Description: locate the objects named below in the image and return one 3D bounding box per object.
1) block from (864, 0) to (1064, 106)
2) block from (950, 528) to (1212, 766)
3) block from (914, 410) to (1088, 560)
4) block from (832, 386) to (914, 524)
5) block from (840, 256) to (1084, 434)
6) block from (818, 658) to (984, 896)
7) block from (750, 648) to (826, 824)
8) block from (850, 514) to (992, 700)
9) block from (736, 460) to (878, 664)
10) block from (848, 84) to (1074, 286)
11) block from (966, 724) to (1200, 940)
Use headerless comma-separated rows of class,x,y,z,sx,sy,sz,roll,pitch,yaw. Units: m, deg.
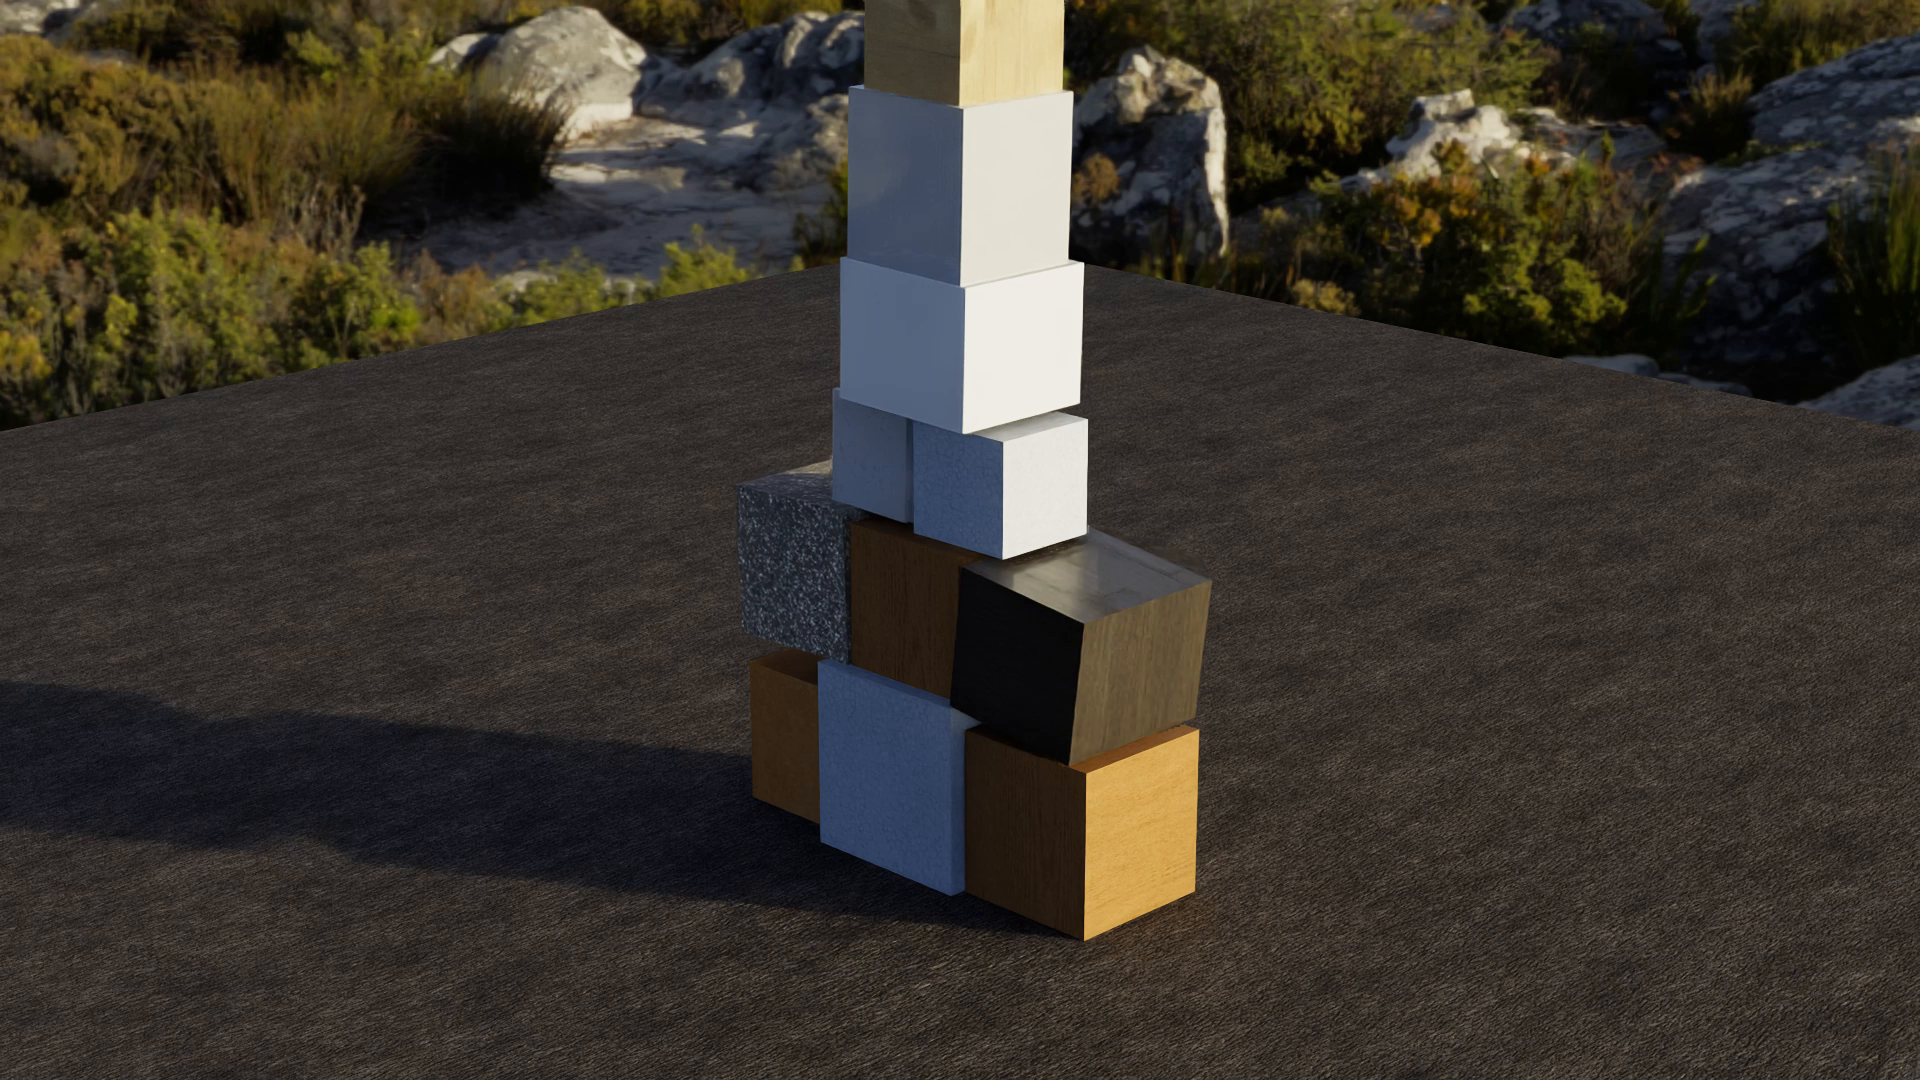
block,0.019,-2.220,12.619,0.631,0.556,0.584,-17,25,-42
block,0.528,0.454,12.917,0.825,0.670,0.729,-17,31,-42
block,0.179,-0.284,13.076,0.536,0.532,0.559,-17,24,-42
block,-0.226,-0.438,13.416,0.527,0.527,0.481,-17,25,-42
block,0.004,-0.932,13.059,0.741,0.645,0.781,-17,25,-42
block,-0.023,0.987,13.701,0.921,0.900,0.874,-17,24,-42
block,-0.580,0.924,14.230,0.596,0.704,0.633,-17,24,-42
block,-0.005,0.250,13.407,0.697,0.684,0.698,-17,24,-42
block,-0.527,0.078,13.905,0.736,0.730,0.740,-17,22,-42
block,-0.004,-1.592,12.817,0.670,0.760,0.708,-17,25,-42
block,0.544,1.218,13.163,0.739,0.783,0.732,-17,24,-42
